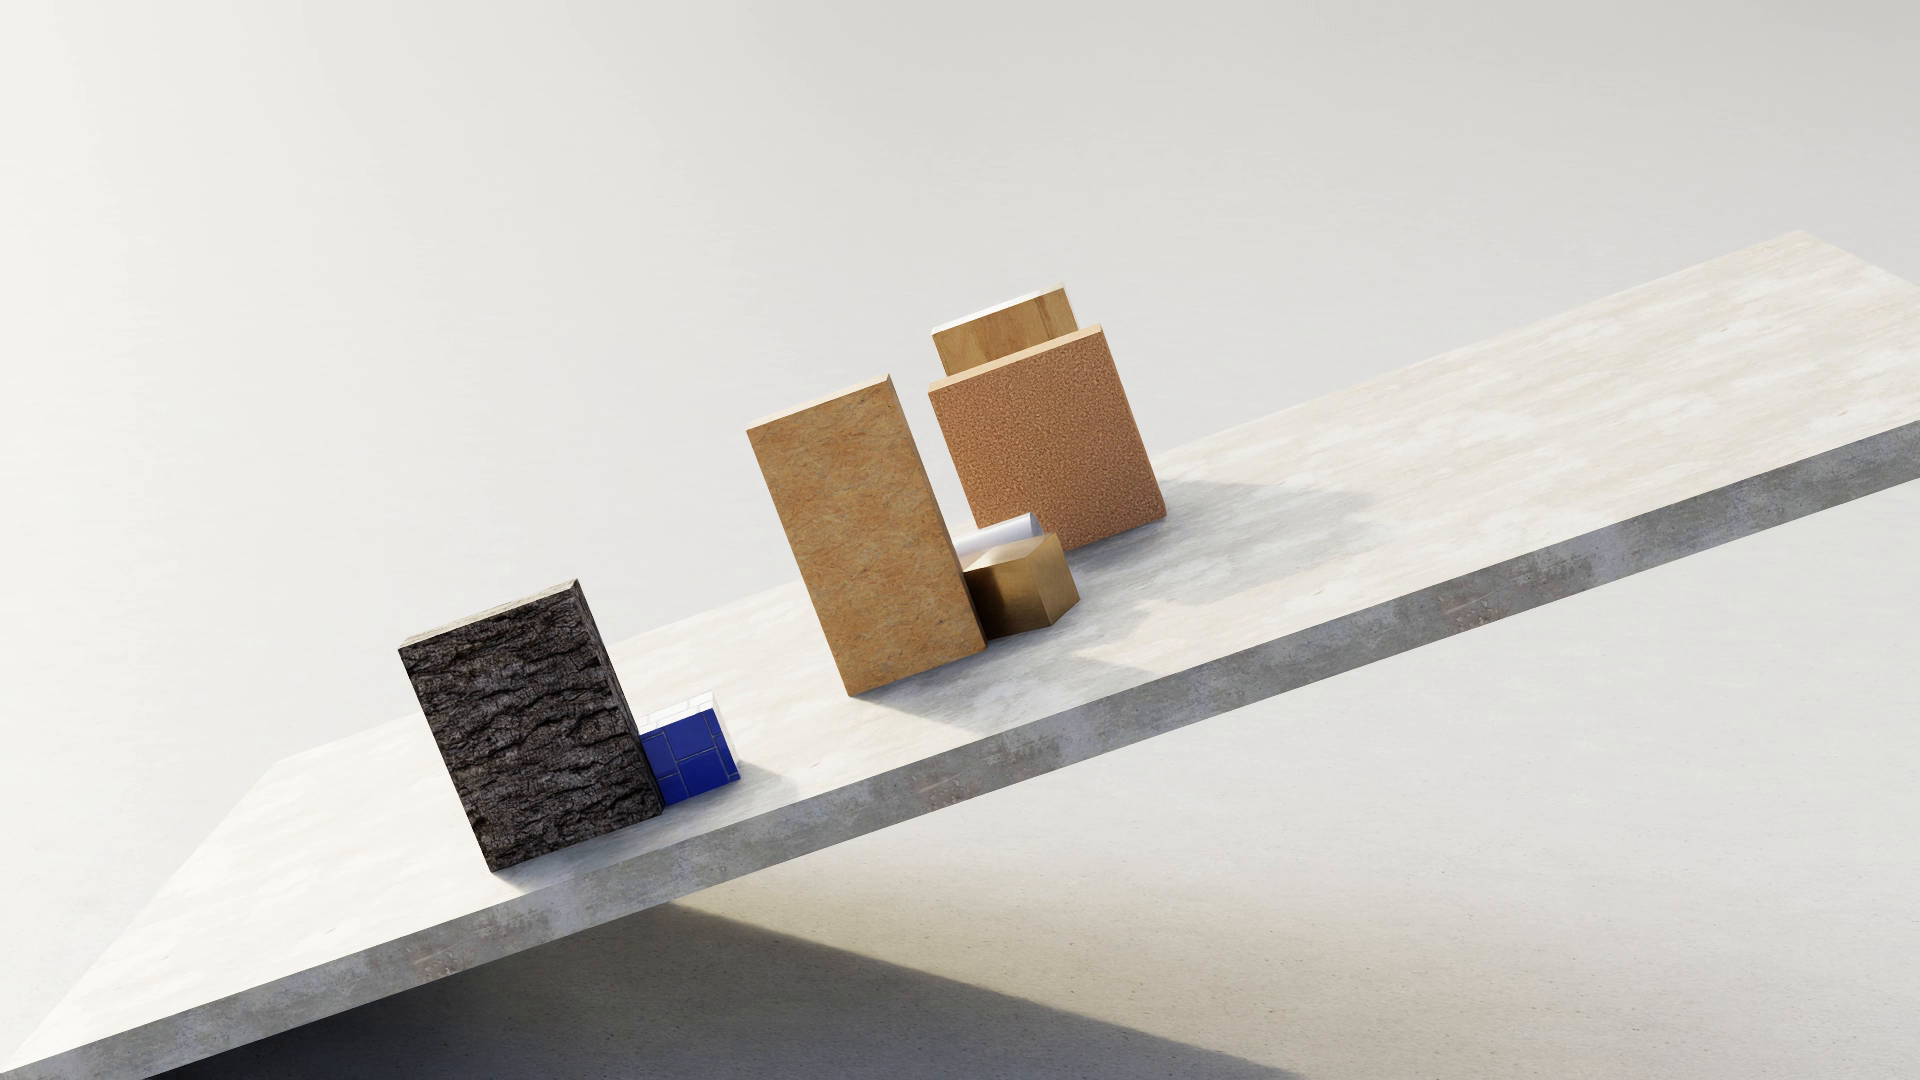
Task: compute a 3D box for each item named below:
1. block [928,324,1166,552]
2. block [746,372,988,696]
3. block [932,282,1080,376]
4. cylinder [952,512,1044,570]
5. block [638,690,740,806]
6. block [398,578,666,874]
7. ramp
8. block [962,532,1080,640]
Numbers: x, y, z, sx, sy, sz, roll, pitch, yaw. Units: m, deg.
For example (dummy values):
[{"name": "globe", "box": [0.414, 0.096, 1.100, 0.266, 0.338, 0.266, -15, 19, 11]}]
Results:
[{"name": "block", "box": [0.196, -0.202, 6.560, 0.405, 0.439, 0.126, -19, 11, 6]}, {"name": "block", "box": [-0.185, -0.010, 5.949, 0.299, 0.585, 0.098, -19, 11, 6]}, {"name": "block", "box": [0.175, -0.318, 6.985, 0.329, 0.500, 0.108, -19, 11, 6]}, {"name": "cylinder", "box": [0.095, 0.052, 6.212, 0.177, 0.177, 0.177, -18, 10, 10]}, {"name": "block", "box": [-0.525, 0.403, 5.717, 0.151, 0.151, 0.151, -21, 11, -1]}, {"name": "block", "box": [-0.815, 0.356, 5.627, 0.354, 0.472, 0.086, -19, 11, 6]}, {"name": "ramp", "box": [0.114, 0.177, 6.298, 4.000, 0.100, 2.000, -19, 11, 6]}, {"name": "block", "box": [0.127, 0.094, 6.022, 0.152, 0.152, 0.152, -14, 13, 30]}]
